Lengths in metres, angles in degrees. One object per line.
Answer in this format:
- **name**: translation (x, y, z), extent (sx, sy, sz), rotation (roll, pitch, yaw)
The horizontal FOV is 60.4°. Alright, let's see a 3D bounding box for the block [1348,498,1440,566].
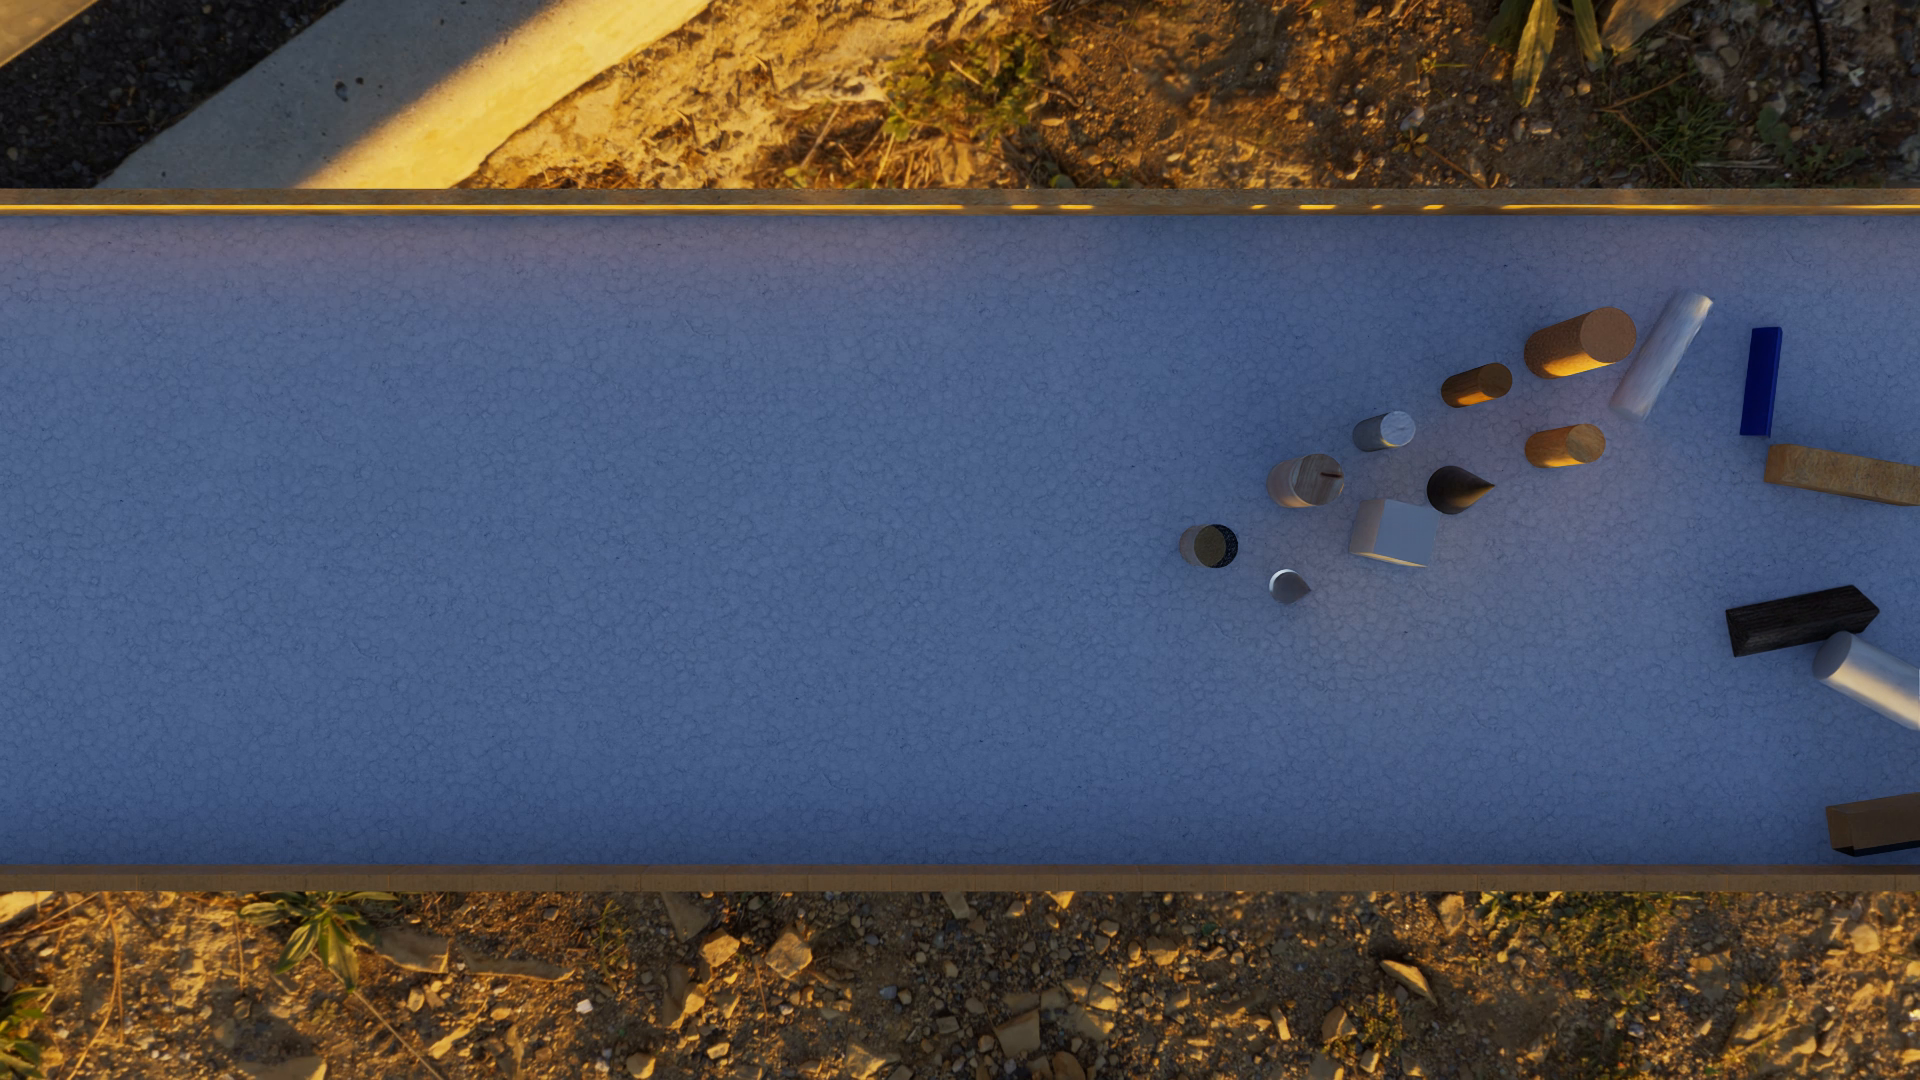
- **block**: translation (1.293, -0.022, 4.924), extent (0.164, 0.306, 0.164), rotation (14, 90, 0)

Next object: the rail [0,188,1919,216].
- **rail**: translation (-2.247, -1.025, 5.002), extent (12.000, 0.150, 0.050), rotation (0, 90, 0)

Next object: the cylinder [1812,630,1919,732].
- **cylinder**: translation (2.781, 0.426, 4.991), extent (0.327, 0.170, 0.170), rotation (28, 90, 0)

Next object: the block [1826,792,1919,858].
- **block**: translation (2.885, 0.853, 5.010), extent (0.429, 0.132, 0.132), rotation (-9, 90, 0)

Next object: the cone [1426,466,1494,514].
- **cone**: translation (1.512, -0.153, 4.866), extent (0.150, 0.421, 0.150), rotation (0, 90, 0)

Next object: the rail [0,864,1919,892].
- **rail**: translation (-2.247, 1.025, 5.001), extent (12.000, 0.150, 0.050), rotation (0, 90, 0)

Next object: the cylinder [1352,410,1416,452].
- **cylinder**: translation (1.258, -0.321, 4.909), extent (0.101, 0.336, 0.101), rotation (0, 90, 0)

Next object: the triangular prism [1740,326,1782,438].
- **triangular prism**: translation (2.464, -0.481, 5.034), extent (0.092, 0.080, 0.331), rotation (7, 90, 0)

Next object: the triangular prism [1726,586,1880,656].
- **triangular prism**: translation (2.564, 0.250, 5.009), extent (0.397, 0.127, 0.147), rotation (-11, 90, 0)

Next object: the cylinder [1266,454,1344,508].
- **cylinder**: translation (1.017, -0.172, 4.880), extent (0.148, 0.393, 0.148), rotation (0, 90, 0)

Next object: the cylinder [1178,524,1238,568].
- **cylinder**: translation (0.738, 0.018, 4.914), extent (0.128, 0.325, 0.128), rotation (0, 90, 0)

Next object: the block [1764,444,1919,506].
- **block**: translation (2.697, -0.197, 5.020), extent (0.434, 0.113, 0.113), rotation (10, 90, 0)

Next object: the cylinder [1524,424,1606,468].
- **cylinder**: translation (1.795, -0.278, 4.904), extent (0.114, 0.346, 0.114), rotation (0, 90, 0)

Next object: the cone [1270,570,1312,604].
- **cone**: translation (1.006, 0.145, 4.896), extent (0.109, 0.361, 0.109), rotation (0, 90, 0)

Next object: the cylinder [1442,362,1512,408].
- **cylinder**: translation (1.531, -0.457, 4.899), extent (0.101, 0.355, 0.101), rotation (0, 90, 0)

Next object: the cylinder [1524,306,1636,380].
- **cylinder**: translation (1.815, -0.574, 4.847), extent (0.159, 0.460, 0.159), rotation (0, 90, 0)

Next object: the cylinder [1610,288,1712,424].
- **cylinder**: translation (2.133, -0.561, 5.020), extent (0.112, 0.112, 0.413), rotation (31, 90, 0)
